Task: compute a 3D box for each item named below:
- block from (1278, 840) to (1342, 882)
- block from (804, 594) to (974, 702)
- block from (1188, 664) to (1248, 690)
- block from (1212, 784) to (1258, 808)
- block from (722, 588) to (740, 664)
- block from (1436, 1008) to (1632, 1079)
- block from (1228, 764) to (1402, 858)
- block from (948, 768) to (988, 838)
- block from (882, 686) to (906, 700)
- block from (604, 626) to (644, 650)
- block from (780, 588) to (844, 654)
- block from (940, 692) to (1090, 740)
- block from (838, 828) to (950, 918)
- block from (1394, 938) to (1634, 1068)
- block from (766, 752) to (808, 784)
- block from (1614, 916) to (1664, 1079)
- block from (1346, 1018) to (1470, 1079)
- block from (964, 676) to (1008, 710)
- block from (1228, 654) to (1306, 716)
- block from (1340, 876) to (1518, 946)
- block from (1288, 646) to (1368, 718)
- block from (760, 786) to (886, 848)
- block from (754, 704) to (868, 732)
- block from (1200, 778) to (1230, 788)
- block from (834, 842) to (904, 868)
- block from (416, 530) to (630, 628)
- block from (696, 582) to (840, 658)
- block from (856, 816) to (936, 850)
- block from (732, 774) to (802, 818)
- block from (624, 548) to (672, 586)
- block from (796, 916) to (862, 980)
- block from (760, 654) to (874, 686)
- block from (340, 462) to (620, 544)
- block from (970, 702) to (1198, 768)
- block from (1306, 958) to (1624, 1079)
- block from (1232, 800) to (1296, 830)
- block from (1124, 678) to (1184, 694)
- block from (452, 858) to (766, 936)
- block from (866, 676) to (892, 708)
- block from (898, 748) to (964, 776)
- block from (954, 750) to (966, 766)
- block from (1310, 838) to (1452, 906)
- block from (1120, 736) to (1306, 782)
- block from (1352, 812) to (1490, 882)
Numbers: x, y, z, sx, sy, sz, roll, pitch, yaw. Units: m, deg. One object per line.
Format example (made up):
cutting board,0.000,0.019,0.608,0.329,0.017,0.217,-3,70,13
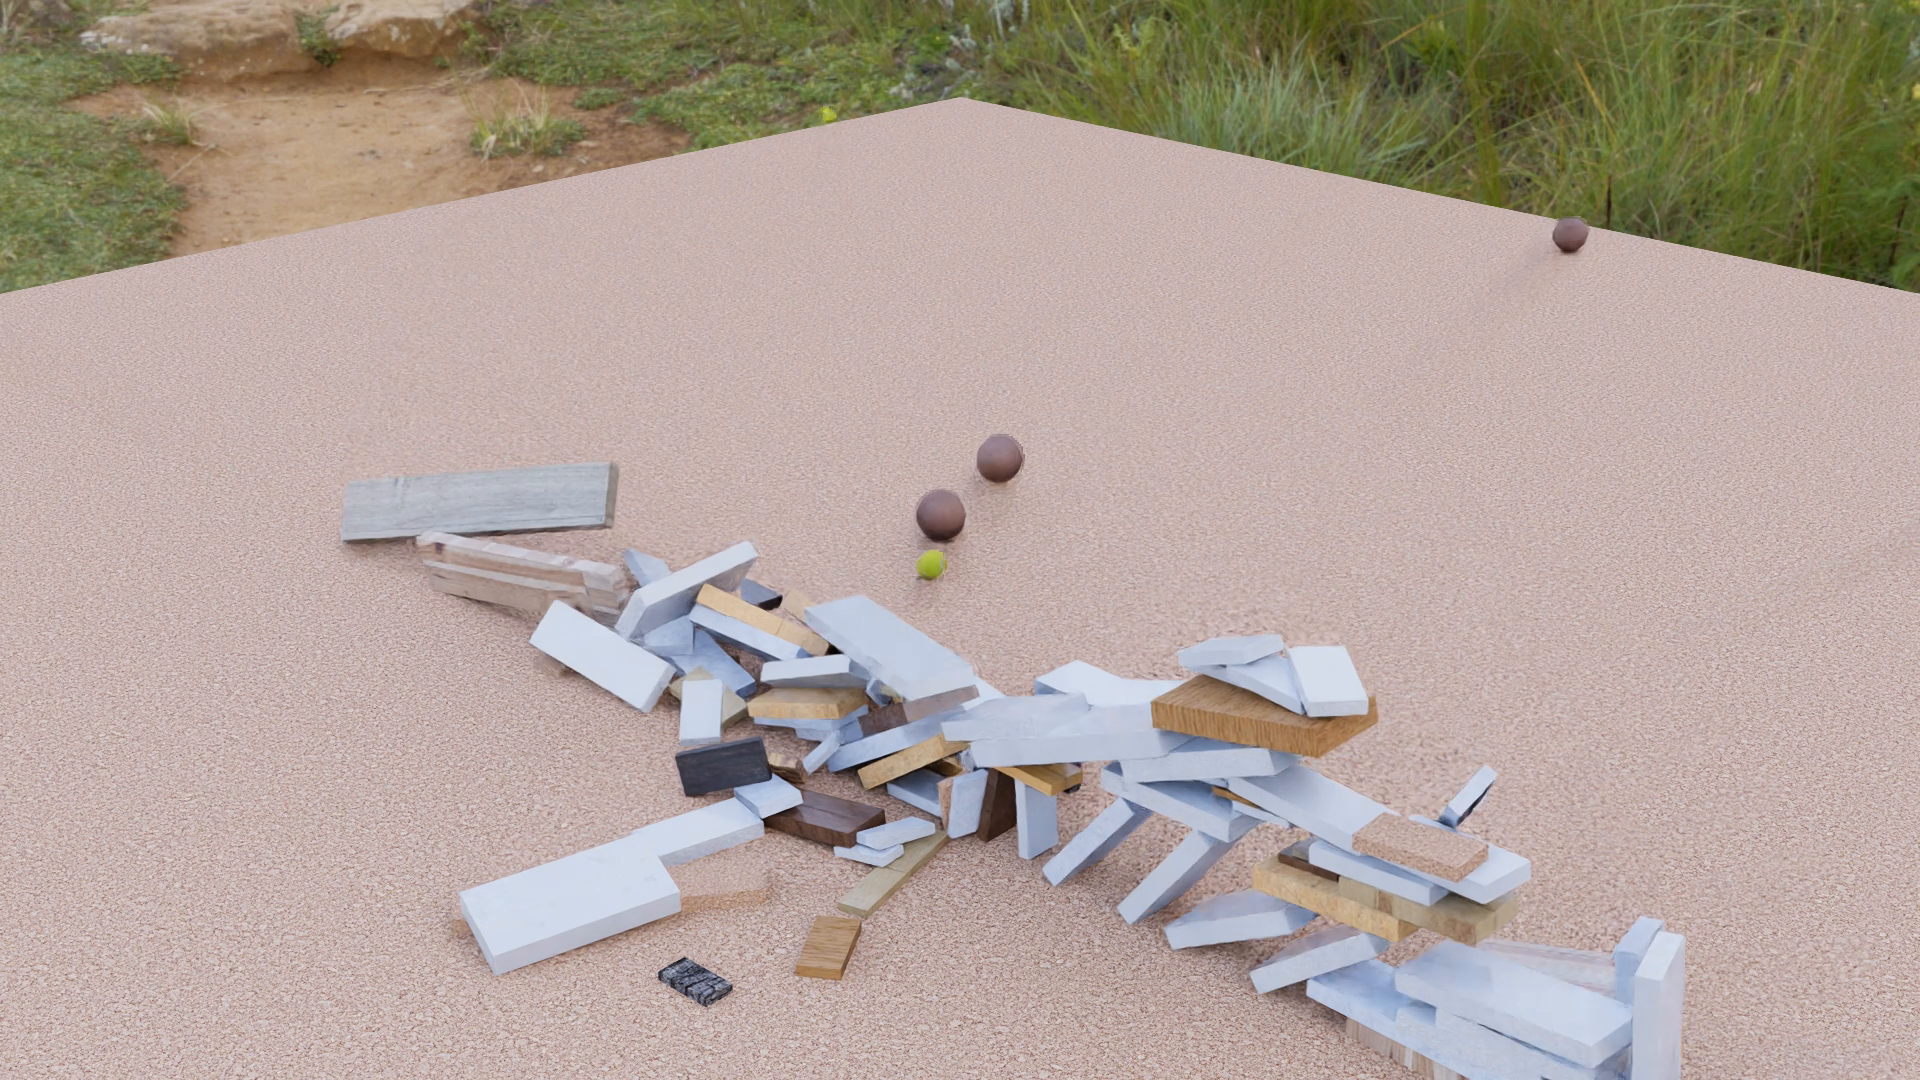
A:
block,0.616,0.552,3.788,0.121,0.017,0.061,15,27,42
block,-0.157,0.216,4.577,0.140,0.040,0.646,-13,16,-19
block,0.497,0.224,3.918,0.091,0.026,0.183,-16,17,-27
block,0.497,0.443,3.867,0.048,0.014,0.095,-20,25,-40
block,-0.566,0.202,5.143,0.104,0.029,0.207,-1,47,-4
block,0.927,0.794,3.547,0.280,0.040,0.140,20,30,39
block,0.606,0.450,3.768,0.272,0.034,0.119,25,33,35
block,0.016,0.518,4.319,0.070,0.140,0.020,-14,38,-27
block,-0.117,0.315,4.637,0.053,0.015,0.106,15,13,25
block,-0.943,0.166,5.341,0.650,0.023,0.081,19,29,37
block,-0.260,0.228,4.970,0.051,0.179,0.358,-51,32,-7
block,0.104,0.340,4.226,0.140,0.040,0.279,-21,8,-38
block,-0.124,0.637,4.238,0.063,0.018,0.322,12,26,26
block,0.893,0.738,3.529,0.137,0.039,0.386,-19,20,-35
block,-0.413,0.465,4.554,0.181,0.090,0.026,6,64,15
block,1.106,0.768,3.578,0.039,0.274,0.137,4,17,34
block,1.034,0.937,3.501,0.140,0.040,0.921,-21,31,-40
block,-0.012,0.334,4.933,0.114,0.032,0.314,-15,27,-31
block,0.553,0.243,3.762,0.091,0.026,0.183,-18,27,-31
block,0.772,0.587,3.632,0.130,0.037,0.261,-21,26,-40
block,0.617,0.236,3.700,0.098,0.028,0.196,-2,24,-2
block,-0.277,0.552,4.386,0.233,0.033,0.117,9,24,35
block,-0.324,0.372,4.762,0.235,0.033,0.117,1,15,40
block,0.451,0.417,3.915,0.095,0.014,0.048,11,24,42
block,-0.178,0.605,4.284,0.126,0.018,0.063,6,22,40
block,-1.043,0.093,5.252,0.674,0.147,0.042,9,33,36
block,-0.429,0.199,4.955,0.320,0.045,0.160,24,-11,11
block,-0.126,0.574,4.309,0.140,0.020,0.070,-11,13,-39
block,-0.388,0.515,4.434,0.090,0.026,0.181,-19,12,-19
block,-0.715,0.132,5.352,0.104,0.029,0.458,23,11,-29
block,-0.237,0.739,3.989,0.082,0.023,0.165,4,23,10
block,-0.281,0.298,4.762,0.147,0.042,0.293,26,-23,-39
block,-1.225,-0.091,5.576,0.798,0.160,0.045,-3,-17,23
block,0.247,0.360,4.087,0.175,0.050,0.489,-22,8,-41
block,0.858,0.837,3.640,0.131,0.037,0.604,-21,31,-40
block,0.543,0.468,3.831,0.061,0.017,0.126,-20,24,-39
block,0.473,0.371,4.820,0.494,0.051,0.179,2,23,5
block,-0.660,0.669,4.141,0.578,0.033,0.117,-4,23,-10
block,-0.158,0.299,4.658,0.015,0.053,0.106,-20,29,41
block,-0.023,0.448,4.664,0.229,0.032,0.114,20,30,39
block,0.016,0.422,4.653,0.082,0.023,0.165,-7,24,-16
block,0.716,0.538,3.674,0.238,0.034,0.119,15,27,43
block,0.468,0.368,3.885,0.175,0.050,0.351,-22,8,-42
block,0.749,0.500,3.583,0.196,0.028,0.098,14,26,40
